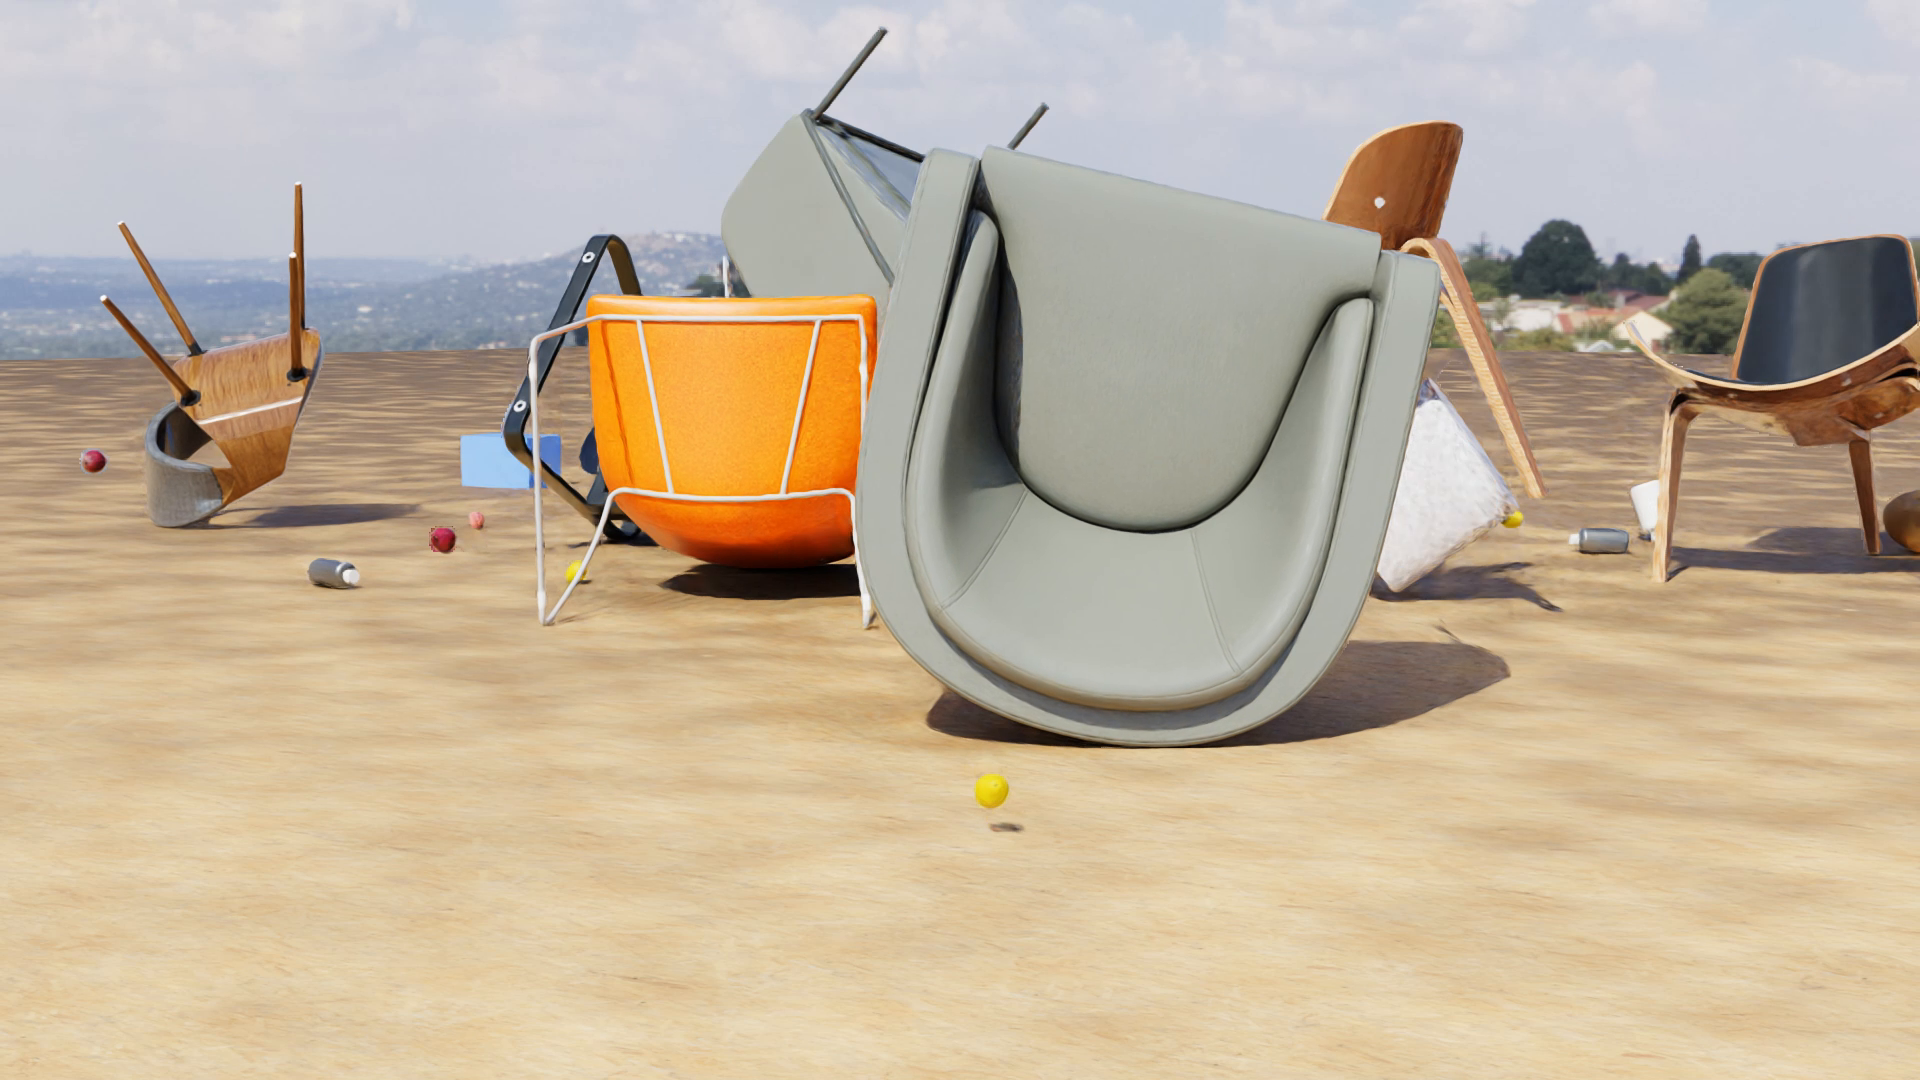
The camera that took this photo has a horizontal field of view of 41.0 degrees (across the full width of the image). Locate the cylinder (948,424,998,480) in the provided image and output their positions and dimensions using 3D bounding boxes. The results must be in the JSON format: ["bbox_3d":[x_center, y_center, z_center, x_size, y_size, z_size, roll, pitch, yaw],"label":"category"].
[{"bbox_3d":[0.043,-0.278,8.161,0.148,0.094,0.186,-2,34,9],"label":"cylinder"}]

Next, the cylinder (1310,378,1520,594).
[{"bbox_3d":[0.917,-0.110,5.192,0.296,0.329,0.146,-36,-18,17],"label":"cylinder"}]

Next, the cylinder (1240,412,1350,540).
[{"bbox_3d":[0.858,-0.162,6.417,0.247,0.258,0.206,-19,11,-6],"label":"cylinder"}]

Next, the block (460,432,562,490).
[{"bbox_3d":[-1.410,-0.250,8.063,0.265,0.158,0.166,3,7,29],"label":"block"}]

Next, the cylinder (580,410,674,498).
[{"bbox_3d":[-0.984,-0.255,7.583,0.177,0.226,0.179,49,7,36],"label":"cylinder"}]

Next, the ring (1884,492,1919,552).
[{"bbox_3d":[2.355,-0.037,6.049,0.266,0.104,0.413,-15,16,-19],"label":"ring"}]
